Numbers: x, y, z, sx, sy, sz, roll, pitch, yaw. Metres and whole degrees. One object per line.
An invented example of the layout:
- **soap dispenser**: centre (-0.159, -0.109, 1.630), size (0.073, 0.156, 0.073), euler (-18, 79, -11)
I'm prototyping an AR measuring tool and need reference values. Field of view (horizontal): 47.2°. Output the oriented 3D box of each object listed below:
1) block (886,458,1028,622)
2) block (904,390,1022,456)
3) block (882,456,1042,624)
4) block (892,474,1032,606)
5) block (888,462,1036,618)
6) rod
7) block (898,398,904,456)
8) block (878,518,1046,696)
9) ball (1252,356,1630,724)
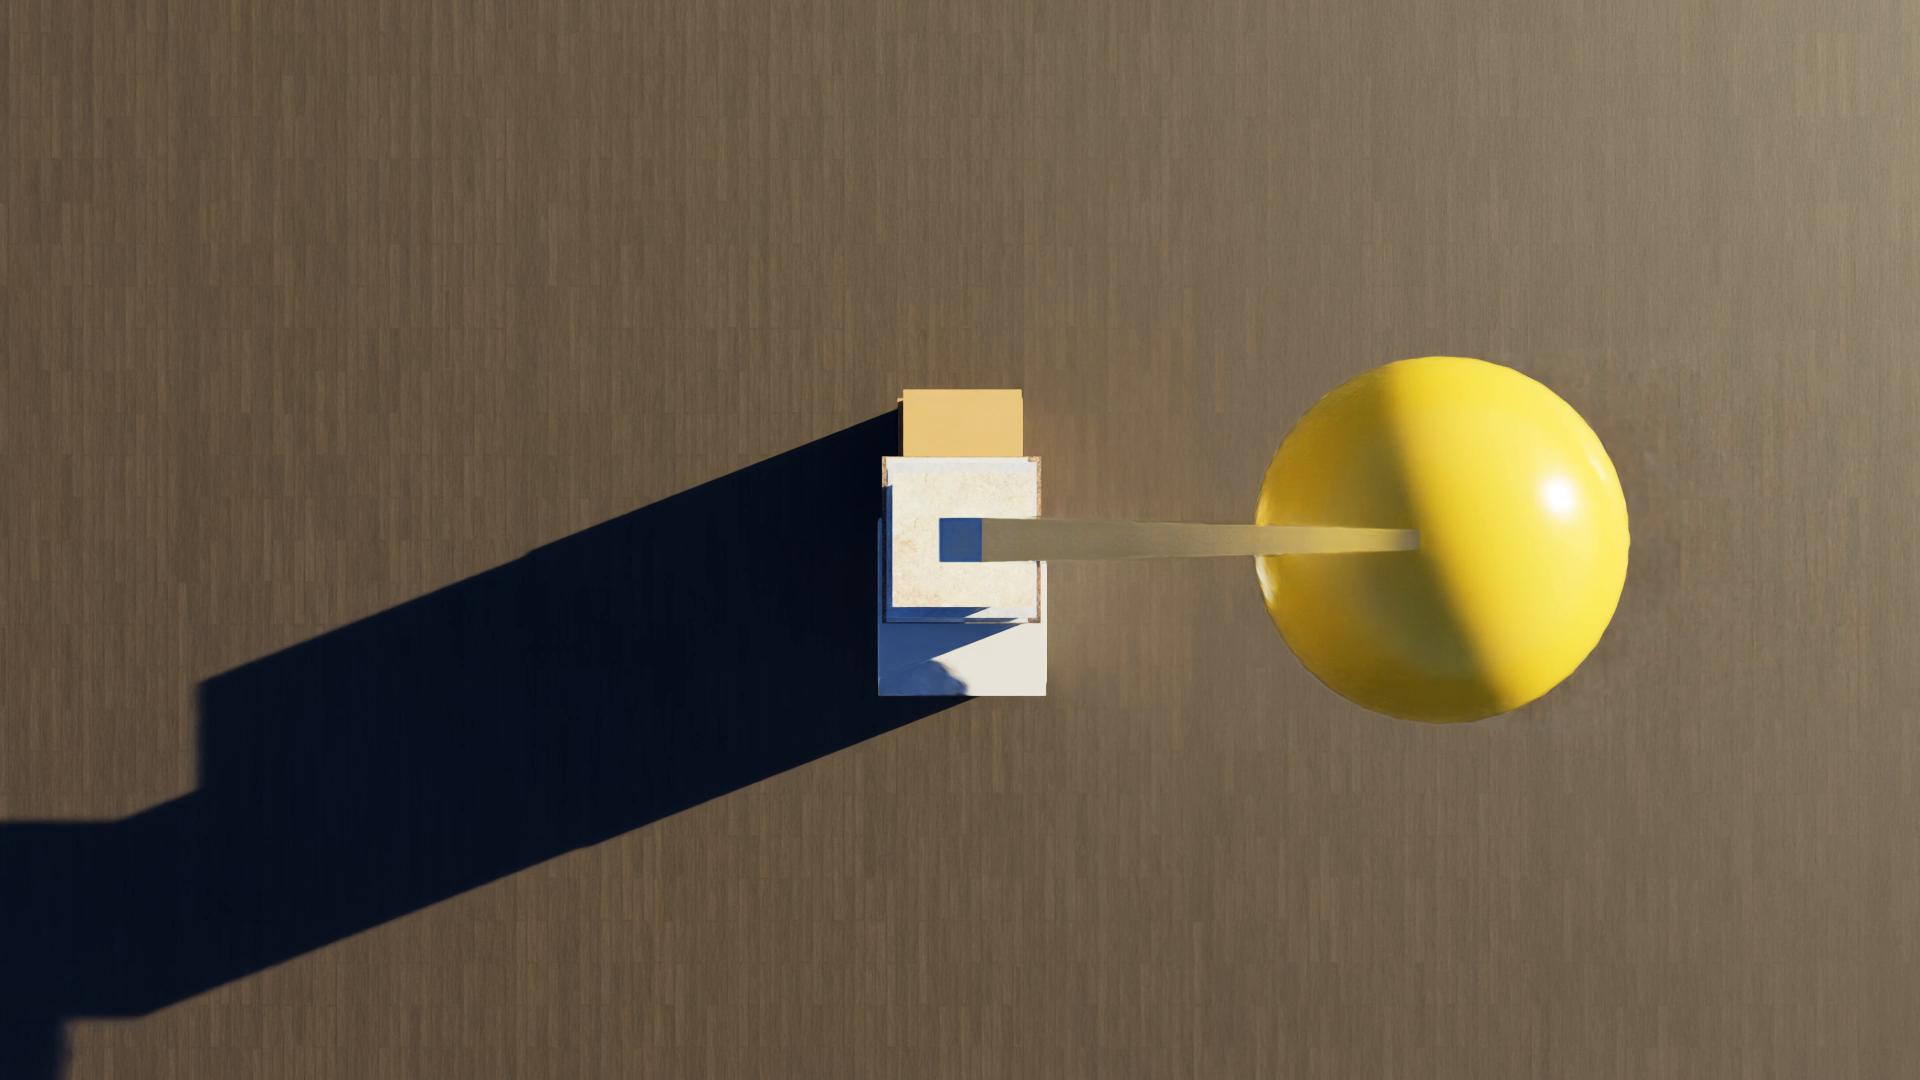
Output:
- **block**: centre (-0.012, 0.000, 9.562), size (0.593, 0.668, 0.691), euler (0, 90, 0)
- **block**: centre (0.013, -0.453, 11.853), size (0.617, 0.714, 0.666), euler (0, 90, 0)
- **block**: centre (0.008, 0.000, 10.779), size (0.755, 0.660, 0.794), euler (0, 90, 0)
- **block**: centre (0.009, 0.000, 8.081), size (0.499, 0.422, 0.478), euler (0, 90, 0)
- **block**: centre (0.008, 0.000, 8.968), size (0.587, 0.521, 0.616), euler (0, 90, 0)
- **rod**: centre (0.899, 0.000, 6.361), size (0.080, 5.200, 0.080), euler (0, 90, 20)
- **block**: centre (0.001, -0.451, 12.605), size (0.694, 0.790, 0.669), euler (0, 90, 0)
- **block**: centre (0.012, 0.338, 11.577), size (0.843, 0.935, 0.896), euler (0, 90, 0)
- **ball**: centre (2.074, 0.000, 9.552), size (1.600, 1.600, 1.600), euler (0, 90, 0)
